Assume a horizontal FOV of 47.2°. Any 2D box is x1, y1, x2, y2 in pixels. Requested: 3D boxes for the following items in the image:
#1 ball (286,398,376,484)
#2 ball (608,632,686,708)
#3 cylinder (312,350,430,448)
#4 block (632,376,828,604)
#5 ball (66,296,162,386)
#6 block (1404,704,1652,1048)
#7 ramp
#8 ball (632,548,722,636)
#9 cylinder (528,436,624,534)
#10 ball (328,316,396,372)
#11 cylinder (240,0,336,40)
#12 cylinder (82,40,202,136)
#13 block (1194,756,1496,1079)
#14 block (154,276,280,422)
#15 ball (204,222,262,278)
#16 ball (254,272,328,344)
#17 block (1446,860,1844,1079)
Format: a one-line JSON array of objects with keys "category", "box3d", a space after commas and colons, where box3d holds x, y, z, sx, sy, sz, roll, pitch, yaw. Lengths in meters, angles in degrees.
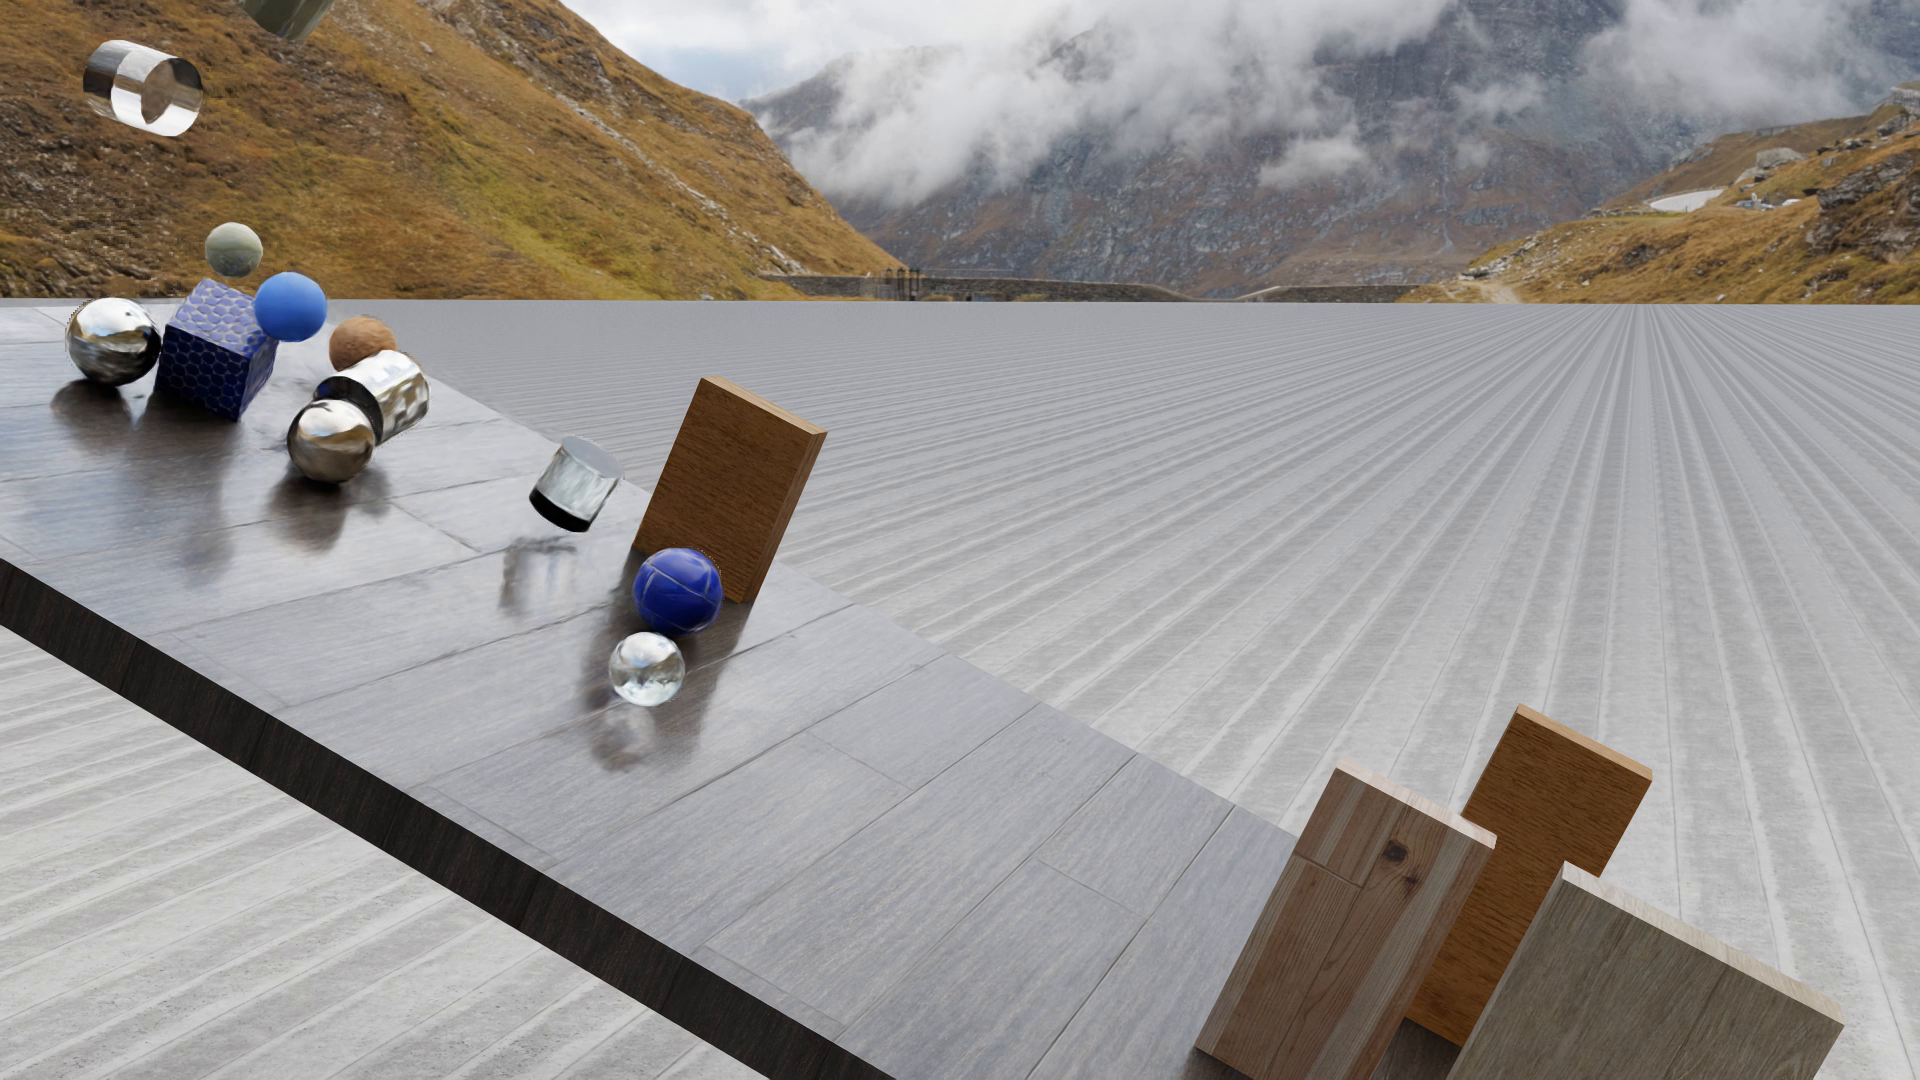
[{"category": "ball", "box3d": [-1.253, -0.196, 4.383, 0.169, 0.169, 0.169, 0, 7, 0]}, {"category": "ball", "box3d": [-0.568, 0.235, 3.990, 0.137, 0.137, 0.137, 0, 7, 0]}, {"category": "cylinder", "box3d": [-1.247, -0.293, 4.663, 0.174, 0.174, 0.174, 3, 23, 21]}, {"category": "block", "box3d": [-0.507, -0.112, 4.831, 0.283, 0.412, 0.095, 27, 14, 12]}, {"category": "ball", "box3d": [-1.685, -0.396, 4.381, 0.176, 0.176, 0.176, 0, 7, 0]}, {"category": "block", "box3d": [1.030, 0.647, 4.137, 0.267, 0.621, 0.098, 27, 14, 12]}, {"category": "ramp", "box3d": [-0.267, 0.457, 4.172, 4.000, 0.100, 2.000, 27, 14, 12]}, {"category": "ball", "box3d": [-0.566, 0.103, 4.408, 0.178, 0.178, 0.178, 0, 7, 0]}, {"category": "cylinder", "box3d": [-0.821, -0.118, 4.704, 0.147, 0.147, 0.147, 32, 17, -11]}, {"category": "ball", "box3d": [-1.392, -0.443, 5.123, 0.154, 0.154, 0.154, 0, 7, 0]}, {"category": "cylinder", "box3d": [-1.311, -1.106, 4.342, 0.166, 0.166, 0.166, -39, -16, 32]}, {"category": "cylinder", "box3d": [-1.691, -0.936, 4.554, 0.165, 0.165, 0.165, 20, 15, 24]}, {"category": "block", "box3d": [0.626, 0.656, 3.588, 0.274, 0.534, 0.090, 27, 14, 12]}, {"category": "block", "box3d": [-1.520, -0.391, 4.518, 0.178, 0.178, 0.178, 23, 39, -7]}, {"category": "ball", "box3d": [-1.532, -0.610, 4.636, 0.117, 0.117, 0.117, 0, 7, 0]}, {"category": "ball", "box3d": [-1.354, -0.470, 4.447, 0.143, 0.143, 0.143, 0, 7, 0]}, {"category": "block", "box3d": [0.871, 0.835, 3.055, 0.401, 0.660, 0.095, 27, 14, 12]}]
